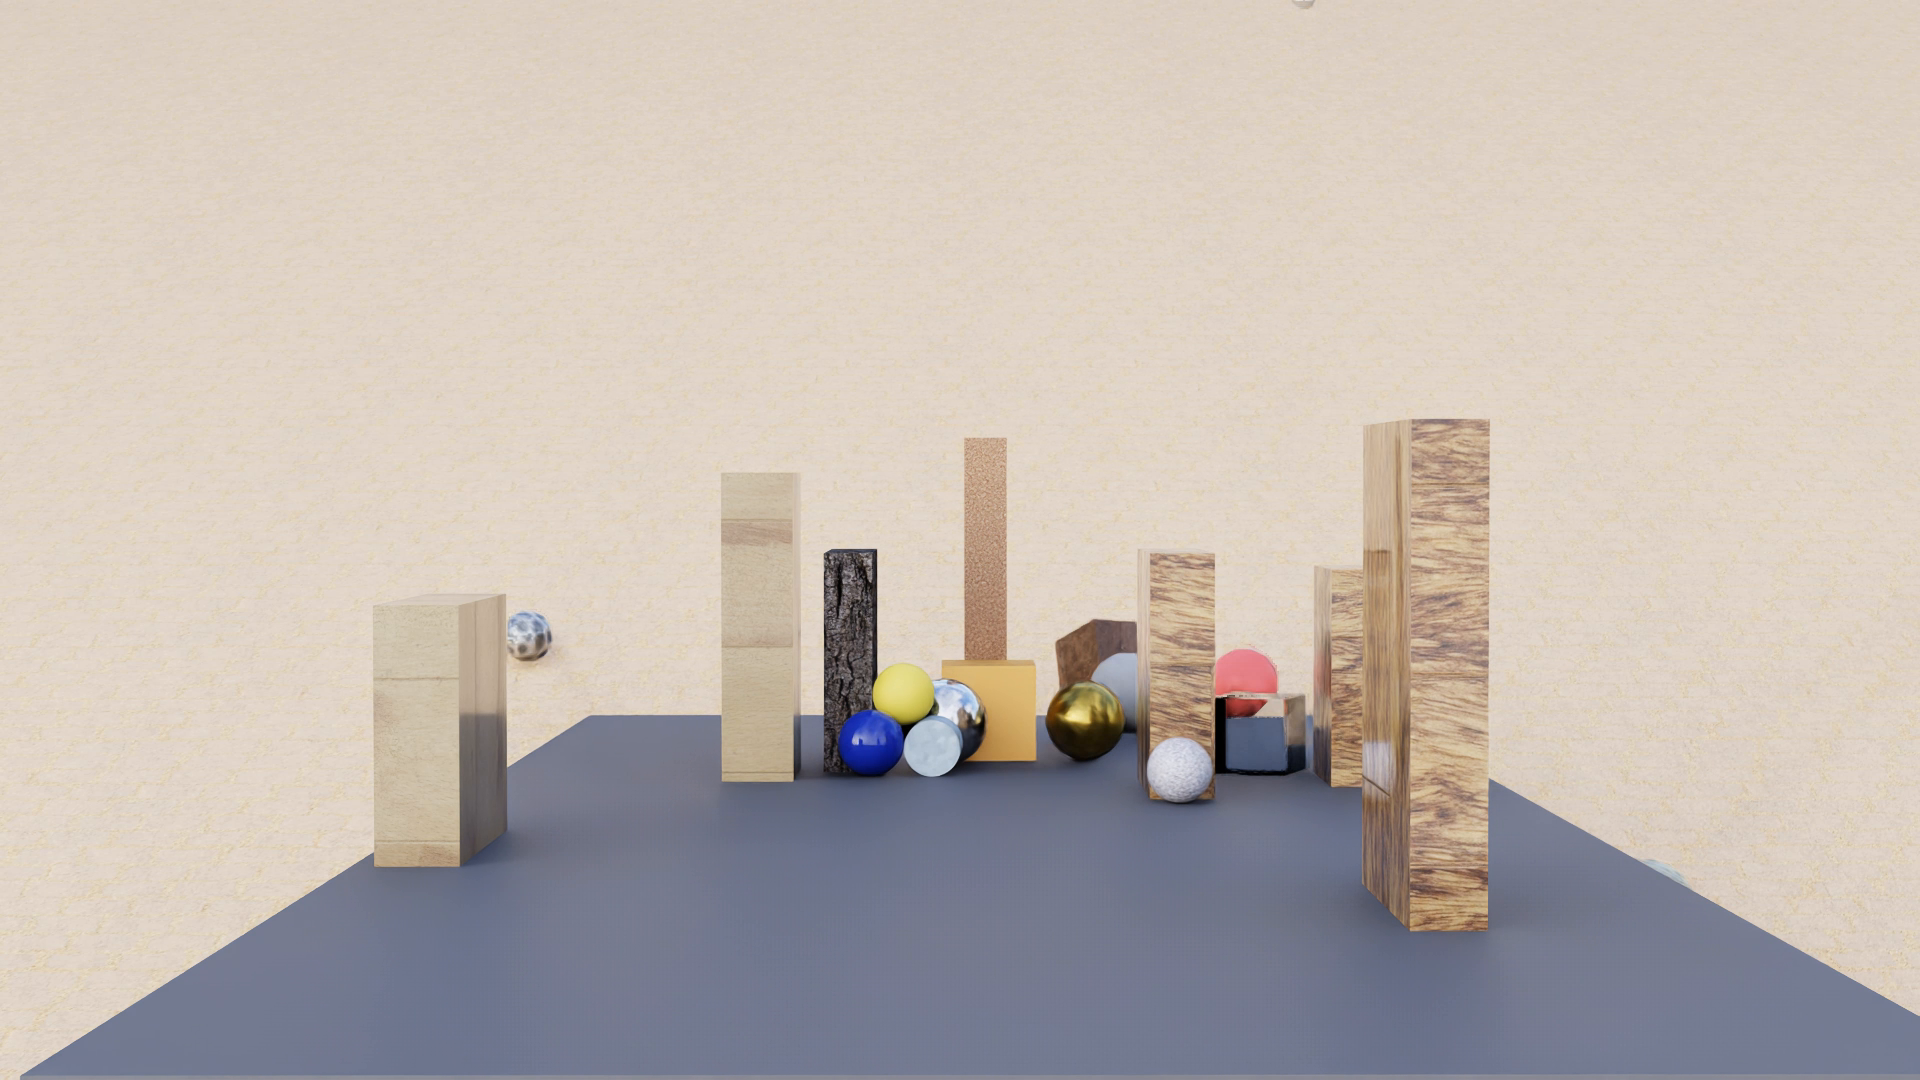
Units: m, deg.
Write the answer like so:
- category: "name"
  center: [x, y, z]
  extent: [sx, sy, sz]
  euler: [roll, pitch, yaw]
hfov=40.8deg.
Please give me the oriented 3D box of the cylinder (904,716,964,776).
- category: "cylinder"
  center: [-0.053, 0.418, 5.244]
  extent: [0.114, 0.114, 0.114]
  euler: [1, 1, 3]

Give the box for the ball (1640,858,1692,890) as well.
- category: "ball"
  center: [1.546, 0.819, 5.794]
  extent: [0.203, 0.203, 0.203]
  euler: [0, 26, 0]

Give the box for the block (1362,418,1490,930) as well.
- category: "block"
  center: [0.644, 0.174, 3.594]
  extent: [0.103, 0.674, 0.403]
  euler: [0, 1, 0]

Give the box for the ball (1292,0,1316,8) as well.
- category: "ball"
  center: [1.749, -2.765, 13.122]
  extent: [0.126, 0.126, 0.126]
  euler: [0, 26, 0]

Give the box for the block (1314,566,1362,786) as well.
- category: "block"
  center: [0.788, 0.265, 5.132]
  extent: [0.135, 0.422, 0.249]
  euler: [0, 1, 0]

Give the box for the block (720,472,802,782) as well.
- category: "block"
  center: [-0.401, 0.170, 5.225]
  extent: [0.142, 0.611, 0.250]
  euler: [0, 1, 0]

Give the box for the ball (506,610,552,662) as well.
- category: "ball"
  center: [-1.173, 0.261, 6.995]
  extent: [0.138, 0.138, 0.138]
  euler: [0, 26, 0]

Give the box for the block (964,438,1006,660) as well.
- category: "block"
  center: [0.057, 0.117, 5.811]
  extent: [0.093, 0.690, 0.263]
  euler: [0, 1, 0]

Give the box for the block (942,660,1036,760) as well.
- category: "block"
  center: [0.061, 0.367, 5.584]
  extent: [0.201, 0.201, 0.201]
  euler: [0, 1, 0]

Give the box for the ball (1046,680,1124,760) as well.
- category: "ball"
  center: [0.267, 0.385, 5.500]
  extent: [0.169, 0.169, 0.169]
  euler: [0, 26, 0]

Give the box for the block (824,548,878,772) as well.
- category: "block"
  center: [-0.229, 0.247, 5.445]
  extent: [0.099, 0.447, 0.355]
  euler: [0, 1, 0]

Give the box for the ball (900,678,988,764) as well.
- category: "ball"
  center: [-0.033, 0.380, 5.392]
  extent: [0.183, 0.183, 0.183]
  euler: [0, 26, 0]

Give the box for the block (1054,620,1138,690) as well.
- category: "block"
  center: [0.389, 0.333, 6.641]
  extent: [0.197, 0.197, 0.197]
  euler: [5, -22, -29]

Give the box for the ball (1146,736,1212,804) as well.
- category: "ball"
  center: [0.405, 0.424, 4.759]
  extent: [0.122, 0.122, 0.122]
  euler: [0, 26, 0]

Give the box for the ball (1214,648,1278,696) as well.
- category: "ball"
  center: [0.738, 0.373, 6.722]
  extent: [0.179, 0.179, 0.179]
  euler: [0, 26, 0]

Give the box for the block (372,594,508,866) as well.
- category: "block"
  center: [-0.837, 0.297, 4.183]
  extent: [0.132, 0.403, 0.423]
  euler: [0, 1, 0]

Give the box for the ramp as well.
- category: "ramp"
  center: [0.060, 0.540, 4.576]
  extent: [2.000, 0.100, 4.000]
  euler: [0, 1, 0]

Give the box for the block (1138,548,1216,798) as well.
- category: "block"
  center: [0.415, 0.250, 4.986]
  extent: [0.121, 0.459, 0.339]
  euler: [0, 1, 0]

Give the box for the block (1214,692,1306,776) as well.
- category: "block"
  center: [0.612, 0.396, 5.291]
  extent: [0.154, 0.154, 0.154]
  euler: [1, 1, 24]

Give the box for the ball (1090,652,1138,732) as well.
- category: "ball"
  center: [0.400, 0.361, 6.135]
  extent: [0.188, 0.188, 0.188]
  euler: [0, 26, 0]

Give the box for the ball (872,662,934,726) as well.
- category: "ball"
  center: [-0.115, 0.315, 5.277]
  extent: [0.128, 0.128, 0.128]
  euler: [0, 26, 0]

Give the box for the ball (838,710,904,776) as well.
- category: "ball"
  center: [-0.179, 0.409, 5.204]
  extent: [0.134, 0.134, 0.134]
  euler: [0, 26, 0]
